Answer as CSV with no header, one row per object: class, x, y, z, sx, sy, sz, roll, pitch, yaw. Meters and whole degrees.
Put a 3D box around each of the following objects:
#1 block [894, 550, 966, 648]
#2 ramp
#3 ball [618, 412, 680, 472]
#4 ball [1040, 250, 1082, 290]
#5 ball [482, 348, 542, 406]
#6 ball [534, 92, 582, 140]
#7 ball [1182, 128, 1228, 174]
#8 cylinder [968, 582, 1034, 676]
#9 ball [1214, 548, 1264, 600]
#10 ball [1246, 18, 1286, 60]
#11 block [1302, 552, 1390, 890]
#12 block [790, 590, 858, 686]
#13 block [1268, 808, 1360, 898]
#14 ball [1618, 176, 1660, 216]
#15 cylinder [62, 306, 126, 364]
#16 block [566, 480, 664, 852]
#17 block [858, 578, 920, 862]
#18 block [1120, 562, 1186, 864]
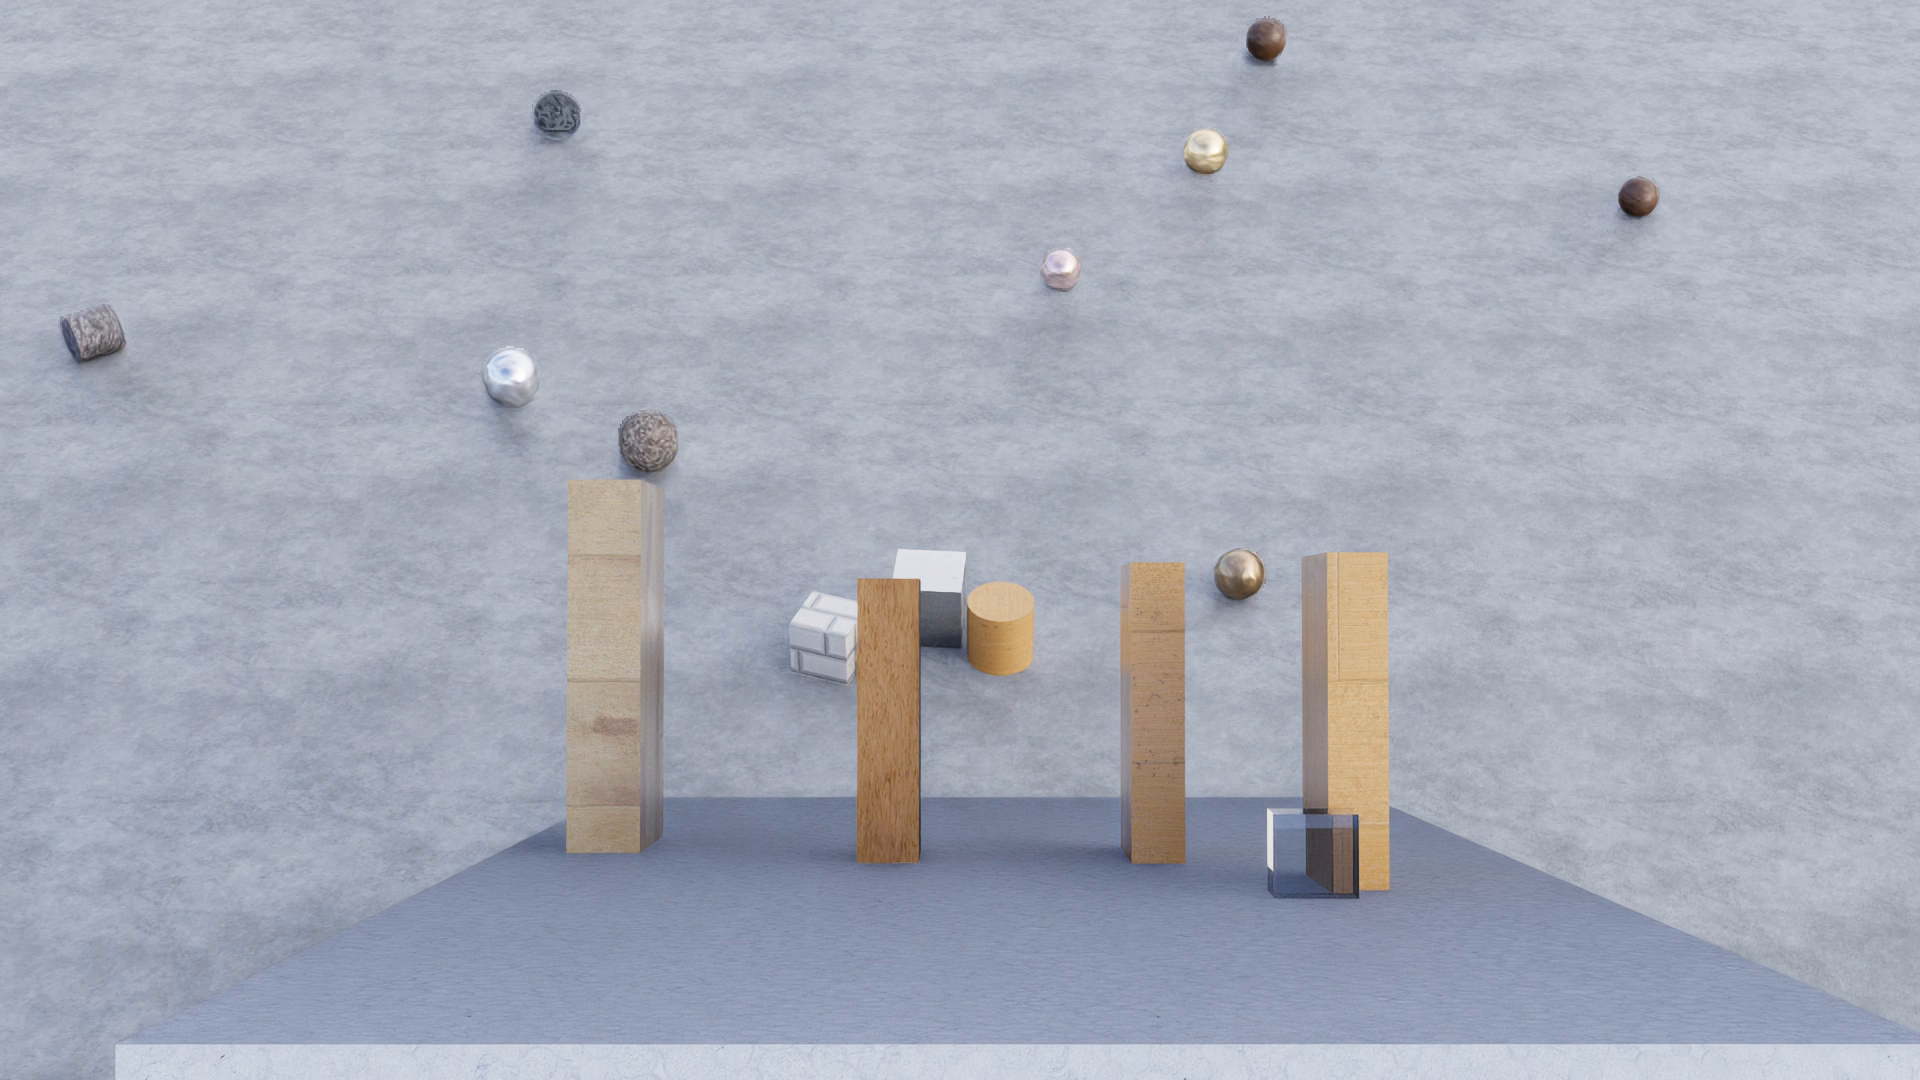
block,-0.089,0.170,7.525,0.200,0.200,0.200,2,35,4
ramp,0.077,0.664,4.834,2.000,0.100,4.000,0,-2,0
ball,-0.984,-0.311,8.220,0.190,0.190,0.190,0,35,0
ball,0.357,-0.955,9.181,0.144,0.144,0.144,0,35,0
ball,-1.472,-0.533,8.536,0.190,0.190,0.190,0,35,0
ball,-1.573,-1.653,10.142,0.185,0.185,0.185,0,35,0
ball,0.937,-1.481,9.906,0.173,0.173,0.173,0,35,0
cylinder,0.116,0.252,7.414,0.191,0.191,0.191,0,35,0
ball,0.824,0.101,7.666,0.150,0.150,0.150,0,35,0
ball,1.267,-2.071,10.753,0.169,0.169,0.169,0,35,0
block,0.686,0.317,4.643,0.105,0.581,0.335,0,-2,0
block,-0.370,0.279,7.393,0.172,0.172,0.172,12,37,17
block,0.597,0.530,4.400,0.140,0.140,0.140,0,-2,2
ball,2.517,-1.272,9.630,0.147,0.147,0.147,0,35,0
cylinder,-2.937,-0.698,8.802,0.156,0.156,0.156,-23,41,-30
block,-0.713,0.258,5.406,0.147,0.747,0.410,0,-2,0
block,-0.138,0.350,5.115,0.118,0.545,0.261,0,-2,0
block,0.380,0.335,5.139,0.103,0.575,0.327,0,-2,0
